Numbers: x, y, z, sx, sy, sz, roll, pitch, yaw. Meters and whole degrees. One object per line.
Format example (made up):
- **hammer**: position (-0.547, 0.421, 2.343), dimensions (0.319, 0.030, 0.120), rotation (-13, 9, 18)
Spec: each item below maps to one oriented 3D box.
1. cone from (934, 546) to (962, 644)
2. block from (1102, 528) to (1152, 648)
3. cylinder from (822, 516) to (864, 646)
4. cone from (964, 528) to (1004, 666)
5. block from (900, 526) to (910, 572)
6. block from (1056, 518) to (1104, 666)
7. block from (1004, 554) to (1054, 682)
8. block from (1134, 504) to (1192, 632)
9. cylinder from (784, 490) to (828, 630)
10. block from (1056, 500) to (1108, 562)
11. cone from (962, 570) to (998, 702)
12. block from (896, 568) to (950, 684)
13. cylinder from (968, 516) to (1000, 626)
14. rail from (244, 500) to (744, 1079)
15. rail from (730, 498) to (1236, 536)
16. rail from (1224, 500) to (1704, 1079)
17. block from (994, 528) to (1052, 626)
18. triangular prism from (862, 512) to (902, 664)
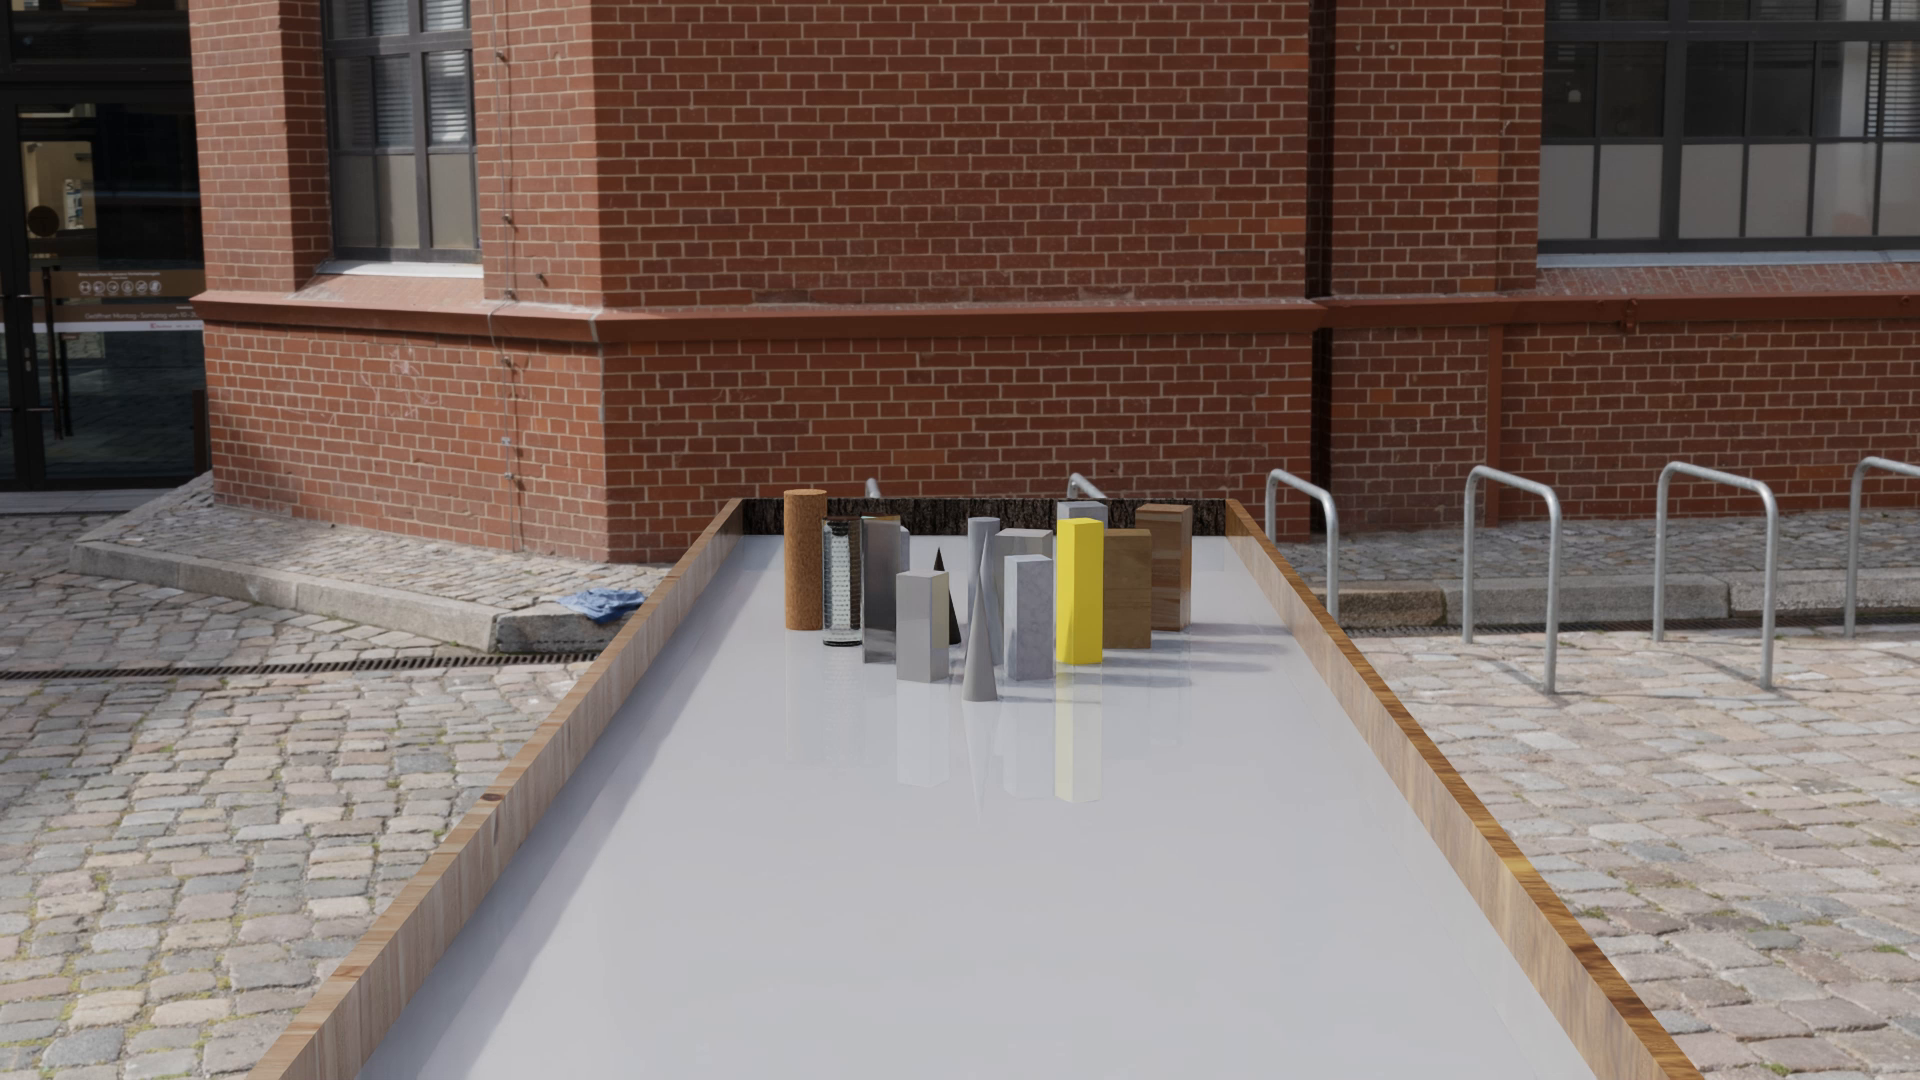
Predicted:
- **cone**: position (-0.066, 0.169, 6.964), dimensions (0.144, 0.306, 0.144), rotation (0, 9, 0)
- **block**: position (0.520, 0.152, 6.916), dimensions (0.153, 0.355, 0.153), rotation (0, 9, 1)
- **cylinder**: position (-0.370, 0.129, 6.926), dimensions (0.128, 0.398, 0.128), rotation (0, 9, 0)
- **cone**: position (0.081, 0.166, 6.655), dimensions (0.136, 0.409, 0.136), rotation (0, 9, 0)
- **block**: position (-0.234, 0.123, 7.207), dimensions (0.118, 0.321, 0.118), rotation (-2, 9, -12)
- **block**: position (0.363, 0.155, 6.660), dimensions (0.102, 0.430, 0.102), rotation (-5, 10, -28)
- **block**: position (0.201, 0.227, 6.452), dimensions (0.112, 0.353, 0.112), rotation (-3, 9, -18)
- **block**: position (0.665, 0.088, 7.197), dimensions (0.154, 0.393, 0.154), rotation (3, 10, 19)
- **cylinder**: position (-0.503, 0.064, 7.182), dimensions (0.140, 0.446, 0.140), rotation (0, 9, 0)
- **block**: position (0.399, 0.082, 7.202), dimensions (0.132, 0.403, 0.132), rotation (-2, 9, -14)
- **cone**: position (0.054, 0.260, 6.174), dimensions (0.103, 0.373, 0.103), rotation (0, 9, 0)
- **block**: position (-0.109, 0.250, 6.434), dimensions (0.113, 0.312, 0.113), rotation (5, 10, 29)
- **cylinder**: position (0.078, 0.106, 7.220), dimensions (0.105, 0.352, 0.105), rotation (0, 9, 0)
- **rail**: position (-1.004, 0.839, 3.234), dimensions (0.050, 0.150, 12.000), rotation (0, 9, 1)
- **rail**: position (0.099, -0.098, 9.147), dimensions (2.100, 0.150, 0.050), rotation (0, 9, 1)
- **rail**: position (1.046, 0.843, 3.208), dimensions (0.050, 0.150, 12.000), rotation (0, 9, 1)
- **block**: position (0.201, 0.151, 6.935), dimensions (0.153, 0.352, 0.153), rotation (2, 9, 14)
- **triangular prism**: position (-0.267, 0.141, 6.701), dimensions (0.134, 0.444, 0.116), rotation (-6, 11, -32)
